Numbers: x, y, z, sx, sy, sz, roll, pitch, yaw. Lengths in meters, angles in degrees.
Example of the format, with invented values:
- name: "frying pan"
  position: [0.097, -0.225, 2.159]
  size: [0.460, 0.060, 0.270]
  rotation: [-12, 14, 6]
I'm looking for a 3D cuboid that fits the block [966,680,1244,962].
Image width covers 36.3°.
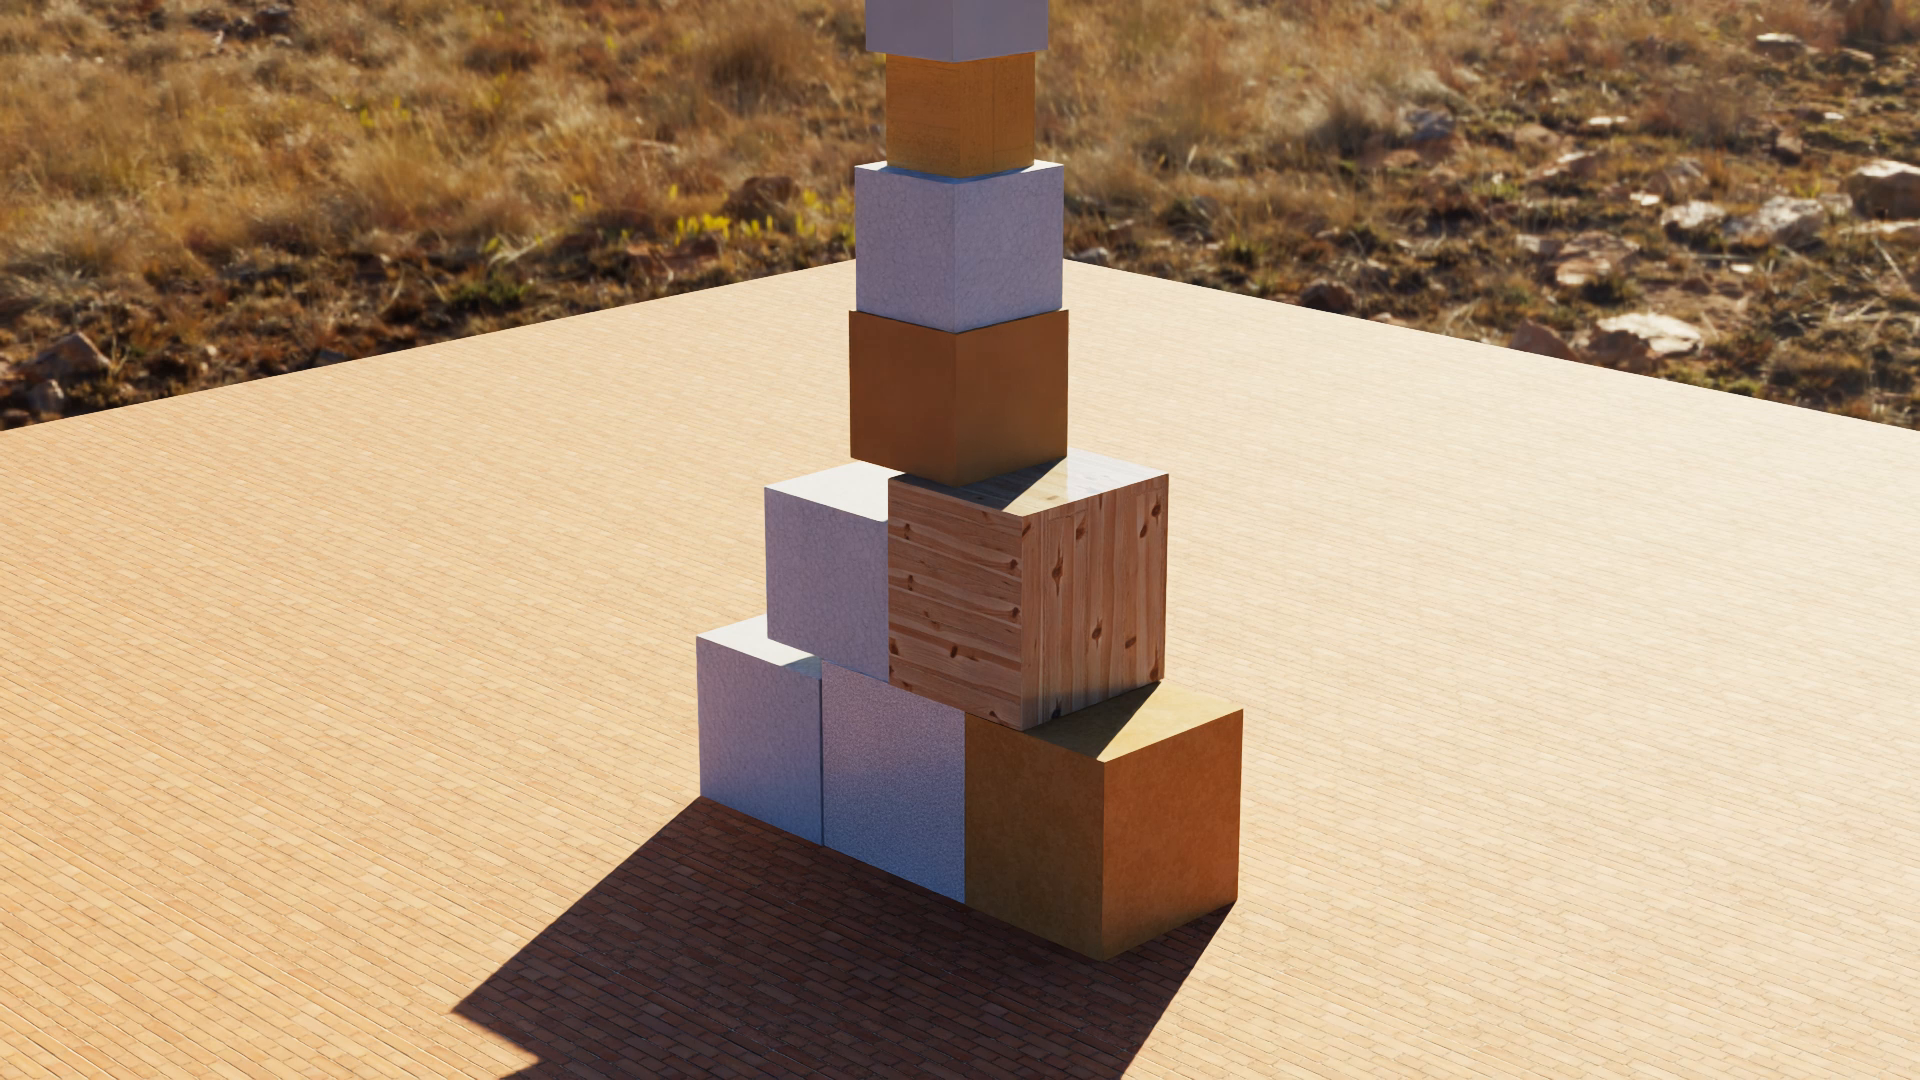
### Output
- name: "block"
  position: [0.636, 1.188, 13.028]
  size: [0.908, 0.921, 0.826]
  rotation: [-17, 24, -42]

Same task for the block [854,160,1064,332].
- name: "block"
  position: [-0.003, -1.332, 12.922]
  size: [0.621, 0.642, 0.675]
  rotation: [17, 24, 42]

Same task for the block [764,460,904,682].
- name: "block"
  position: [-0.300, 0.106, 13.676]
  size: [0.868, 0.746, 0.847]
  rotation: [-17, 24, -42]

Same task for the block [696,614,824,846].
- name: "block"
  position: [-0.625, 0.846, 14.269]
  size: [0.957, 0.830, 0.877]
  rotation: [-17, 24, -42]

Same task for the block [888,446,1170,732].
- name: "block"
  position: [0.304, 0.176, 13.080]
  size: [0.939, 0.968, 0.821]
  rotation: [-17, 24, -42]

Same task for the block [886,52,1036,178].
- name: "block"
  position: [0.002, -1.880, 12.756]
  size: [0.455, 0.504, 0.461]
  rotation: [17, 24, 42]

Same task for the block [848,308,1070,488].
- name: "block"
  position: [-0.005, -0.699, 13.117]
  size: [0.708, 0.681, 0.677]
  rotation: [-17, 24, -42]

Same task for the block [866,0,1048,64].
- name: "block"
  position: [-0.014, -2.344, 12.594]
  size: [0.536, 0.477, 0.578]
  rotation: [17, 24, 42]

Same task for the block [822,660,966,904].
- name: "block"
  position: [0.031, 0.991, 13.648]
  size: [0.959, 0.926, 0.930]
  rotation: [-17, 24, -42]
